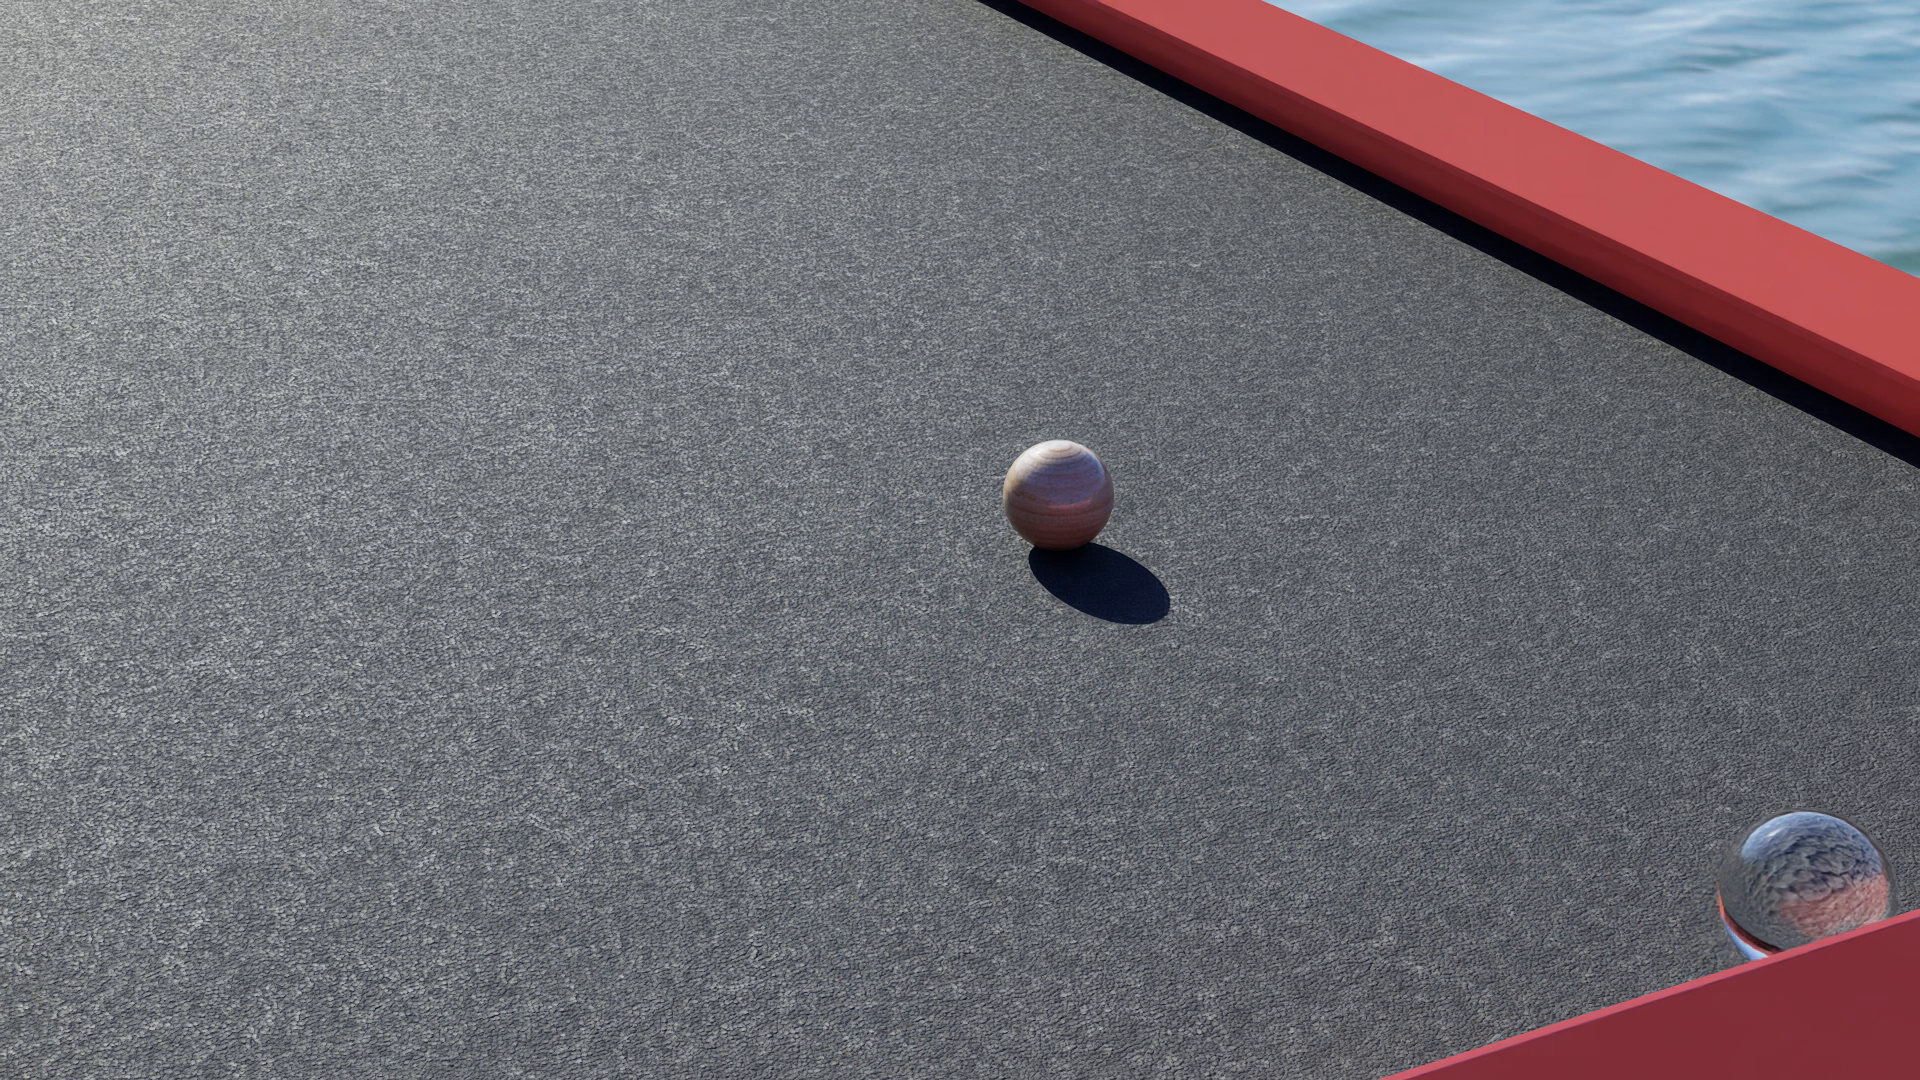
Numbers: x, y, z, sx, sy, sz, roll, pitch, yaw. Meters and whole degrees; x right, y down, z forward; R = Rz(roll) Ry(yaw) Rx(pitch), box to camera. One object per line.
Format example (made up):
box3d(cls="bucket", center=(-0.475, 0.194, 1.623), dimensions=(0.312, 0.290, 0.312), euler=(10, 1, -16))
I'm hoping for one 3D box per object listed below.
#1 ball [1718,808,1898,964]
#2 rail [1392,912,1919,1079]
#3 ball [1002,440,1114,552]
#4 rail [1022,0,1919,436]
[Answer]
box3d(cls="ball", center=(0.477, 0.200, 1.655), dimensions=(0.098, 0.098, 0.098), euler=(0, 25, 0))
box3d(cls="rail", center=(0.346, 0.266, 1.477), dimensions=(1.651, 0.127, 0.045), euler=(-12, 27, -24))
box3d(cls="ball", center=(0.073, -0.033, 2.178), dimensions=(0.083, 0.083, 0.083), euler=(0, 25, 0))
box3d(cls="rail", center=(0.360, -0.470, 3.069), dimensions=(0.045, 0.127, 3.168), euler=(-12, 27, -24))
